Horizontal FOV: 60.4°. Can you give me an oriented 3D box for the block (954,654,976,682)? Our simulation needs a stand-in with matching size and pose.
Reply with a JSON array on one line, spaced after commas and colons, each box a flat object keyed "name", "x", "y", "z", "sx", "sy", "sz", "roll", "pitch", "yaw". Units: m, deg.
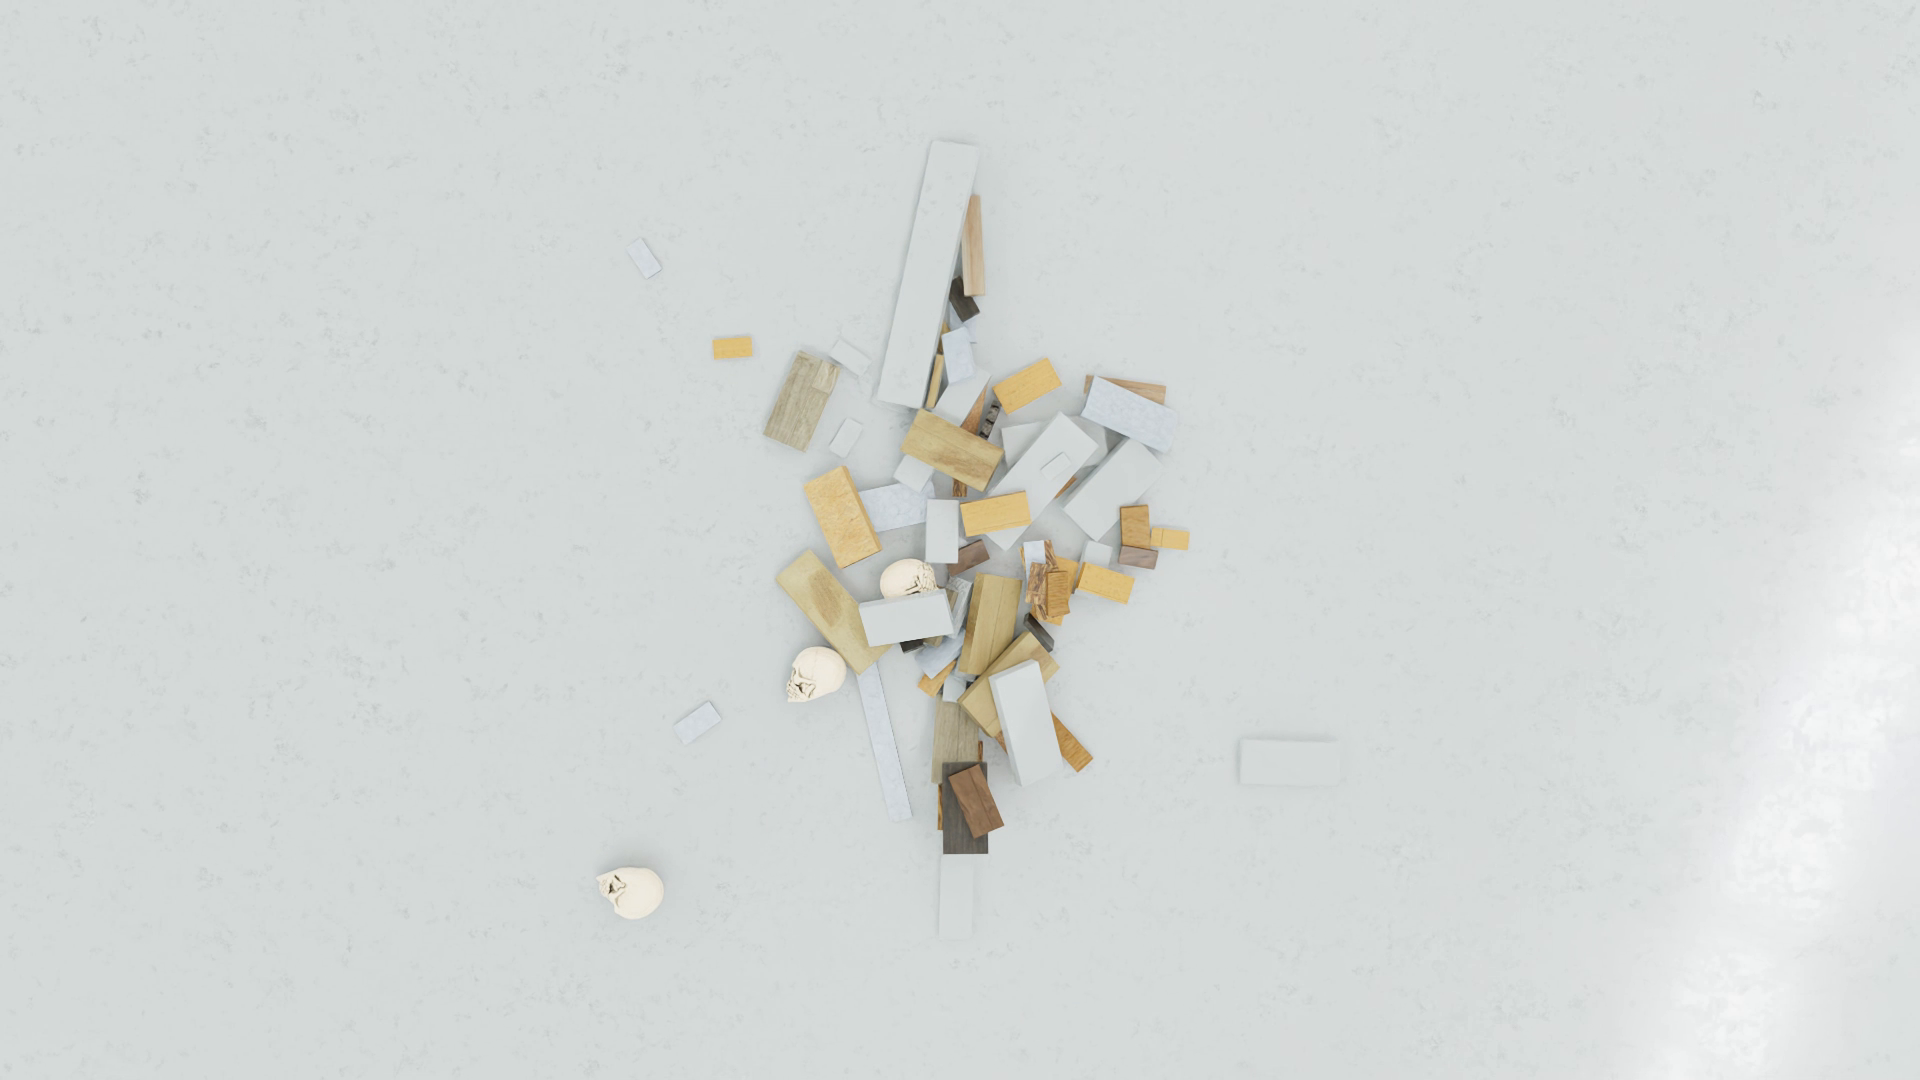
[{"name": "block", "x": 0.030, "y": 0.393, "z": 5.468, "sx": 0.072, "sy": 0.020, "sz": 0.143, "roll": 15, "pitch": 73, "yaw": -2}]

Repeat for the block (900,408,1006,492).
[{"name": "block", "x": -0.024, "y": -0.292, "z": 5.380, "sx": 0.308, "sy": 0.044, "sz": 0.154, "roll": 27, "pitch": 92, "yaw": 9}]

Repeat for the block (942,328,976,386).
[{"name": "block", "x": -0.005, "y": -0.602, "z": 5.405, "sx": 0.088, "sy": 0.025, "sz": 0.176, "roll": -17, "pitch": 70, "yaw": 22}]

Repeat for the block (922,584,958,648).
[{"name": "block", "x": -0.079, "y": 0.249, "z": 5.459, "sx": 0.096, "sy": 0.027, "sz": 0.192, "roll": 20, "pitch": 90, "yaw": 39}]

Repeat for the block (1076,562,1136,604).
[{"name": "block", "x": 0.480, "y": 0.143, "z": 5.458, "sx": 0.185, "sy": 0.026, "sz": 0.093, "roll": 18, "pitch": 90, "yaw": -18}]

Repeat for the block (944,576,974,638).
[{"name": "block", "x": -0.022, "y": 0.221, "z": 5.459, "sx": 0.096, "sy": 0.027, "sz": 0.192, "roll": 21, "pitch": 90, "yaw": 39}]

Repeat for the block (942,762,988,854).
[{"name": "block", "x": 0.017, "y": 0.869, "z": 5.354, "sx": 0.147, "sy": 0.042, "sz": 0.294, "roll": -1, "pitch": 90, "yaw": 0}]

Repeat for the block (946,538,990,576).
[{"name": "block", "x": 0.021, "y": 0.059, "z": 5.468, "sx": 0.143, "sy": 0.020, "sz": 0.072, "roll": -25, "pitch": 105, "yaw": -9}]

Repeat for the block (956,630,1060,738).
[{"name": "block", "x": 0.160, "y": 0.473, "z": 5.412, "sx": 0.329, "sy": 0.047, "sz": 0.165, "roll": -45, "pitch": 107, "yaw": -15}]

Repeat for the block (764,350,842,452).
[{"name": "block", "x": -0.523, "y": -0.459, "z": 5.478, "sx": 0.153, "sy": 0.043, "sz": 0.305, "roll": 23, "pitch": 90, "yaw": 0}]

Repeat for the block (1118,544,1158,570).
[{"name": "block", "x": 0.589, "y": 0.057, "z": 5.458, "sx": 0.126, "sy": 0.018, "sz": 0.063, "roll": 10, "pitch": 102, "yaw": -9}]

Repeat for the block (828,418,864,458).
[{"name": "block", "x": -0.379, "y": -0.339, "z": 5.491, "sx": 0.062, "sy": 0.018, "sz": 0.124, "roll": 31, "pitch": 90, "yaw": 0}]

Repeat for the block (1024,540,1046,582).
[{"name": "block", "x": 0.248, "y": 0.071, "z": 5.429, "sx": 0.067, "sy": 0.019, "sz": 0.134, "roll": -5, "pitch": 90, "yaw": 0}]

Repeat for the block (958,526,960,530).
[{"name": "block", "x": -0.047, "y": -0.015, "z": 5.479, "sx": 0.050, "sy": 0.014, "sz": 0.101, "roll": 33, "pitch": 90, "yaw": 0}]

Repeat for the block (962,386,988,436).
[{"name": "block", "x": 0.019, "y": -0.436, "z": 5.454, "sx": 0.108, "sy": 0.030, "sz": 0.215, "roll": 13, "pitch": 90, "yaw": 0}]

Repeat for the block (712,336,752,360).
[{"name": "block", "x": -0.756, "y": -0.638, "z": 5.491, "sx": 0.128, "sy": 0.018, "sz": 0.064, "roll": -5, "pitch": 90, "yaw": 0}]

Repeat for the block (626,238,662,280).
[{"name": "block", "x": -1.052, "y": -0.936, "z": 5.491, "sx": 0.062, "sy": 0.018, "sz": 0.124, "roll": -34, "pitch": 90, "yaw": 0}]

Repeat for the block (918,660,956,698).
[{"name": "block", "x": -0.077, "y": 0.444, "z": 5.468, "sx": 0.072, "sy": 0.020, "sz": 0.143, "roll": 33, "pitch": 91, "yaw": 40}]

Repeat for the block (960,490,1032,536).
[{"name": "block", "x": 0.118, "y": -0.086, "z": 5.411, "sx": 0.219, "sy": 0.031, "sz": 0.109, "roll": -11, "pitch": 102, "yaw": 0}]

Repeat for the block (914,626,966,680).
[{"name": "block", "x": -0.052, "y": 0.363, "z": 5.458, "sx": 0.192, "sy": 0.027, "sz": 0.096, "roll": -42, "pitch": 48, "yaw": 0}]

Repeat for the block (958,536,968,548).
[{"name": "block", "x": -0.020, "y": 0.036, "z": 5.472, "sx": 0.050, "sy": 0.014, "sz": 0.101, "roll": 34, "pitch": 90, "yaw": -17}]

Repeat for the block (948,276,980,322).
[{"name": "block", "x": 0.004, "y": -0.796, "z": 5.456, "sx": 0.070, "sy": 0.020, "sz": 0.140, "roll": -29, "pitch": 80, "yaw": 3}]

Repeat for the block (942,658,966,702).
[{"name": "block", "x": -0.015, "y": 0.467, "z": 5.466, "sx": 0.072, "sy": 0.020, "sz": 0.143, "roll": 6, "pitch": 70, "yaw": 0}]

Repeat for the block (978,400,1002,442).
[{"name": "block", "x": 0.083, "y": -0.353, "z": 5.446, "sx": 0.030, "sy": 0.108, "sz": 0.215, "roll": 22, "pitch": 90, "yaw": 0}]

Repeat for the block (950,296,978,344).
[{"name": "block", "x": 0.011, "y": -0.744, "z": 5.488, "sx": 0.088, "sy": 0.025, "sz": 0.176, "roll": -1, "pitch": 90, "yaw": 0}]

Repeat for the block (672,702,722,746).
[{"name": "block", "x": -0.874, "y": 0.609, "z": 5.489, "sx": 0.148, "sy": 0.021, "sz": 0.074, "roll": -35, "pitch": 90, "yaw": 0}]

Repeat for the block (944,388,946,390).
[{"name": "block", "x": -0.007, "y": -0.392, "z": 5.485, "sx": 0.108, "sy": 0.030, "sz": 0.215, "roll": 5, "pitch": 90, "yaw": 0}]

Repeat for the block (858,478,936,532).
[{"name": "block", "x": -0.220, "y": -0.110, "z": 5.480, "sx": 0.286, "sy": 0.041, "sz": 0.143, "roll": -12, "pitch": 90, "yaw": 0}]

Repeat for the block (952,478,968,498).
[{"name": "block", "x": 0.001, "y": -0.191, "z": 5.493, "sx": 0.047, "sy": 0.013, "sz": 0.095, "roll": 1, "pitch": 90, "yaw": 0}]

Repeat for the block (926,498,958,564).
[{"name": "block", "x": -0.059, "y": -0.028, "z": 5.433, "sx": 0.104, "sy": 0.030, "sz": 0.209, "roll": 2, "pitch": 83, "yaw": -6}]

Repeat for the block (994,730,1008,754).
[{"name": "block", "x": 0.166, "y": 0.629, "z": 5.455, "sx": 0.107, "sy": 0.030, "sz": 0.214, "roll": -38, "pitch": 99, "yaw": -16}]

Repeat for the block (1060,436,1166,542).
[{"name": "block", "x": 0.505, "y": -0.173, "z": 5.450, "sx": 0.335, "sy": 0.047, "sz": 0.167, "roll": -46, "pitch": 109, "yaw": 0}]

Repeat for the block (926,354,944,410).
[{"name": "block", "x": -0.079, "y": -0.521, "z": 5.456, "sx": 0.025, "sy": 0.088, "sz": 0.176, "roll": 11, "pitch": 90, "yaw": 2}]
